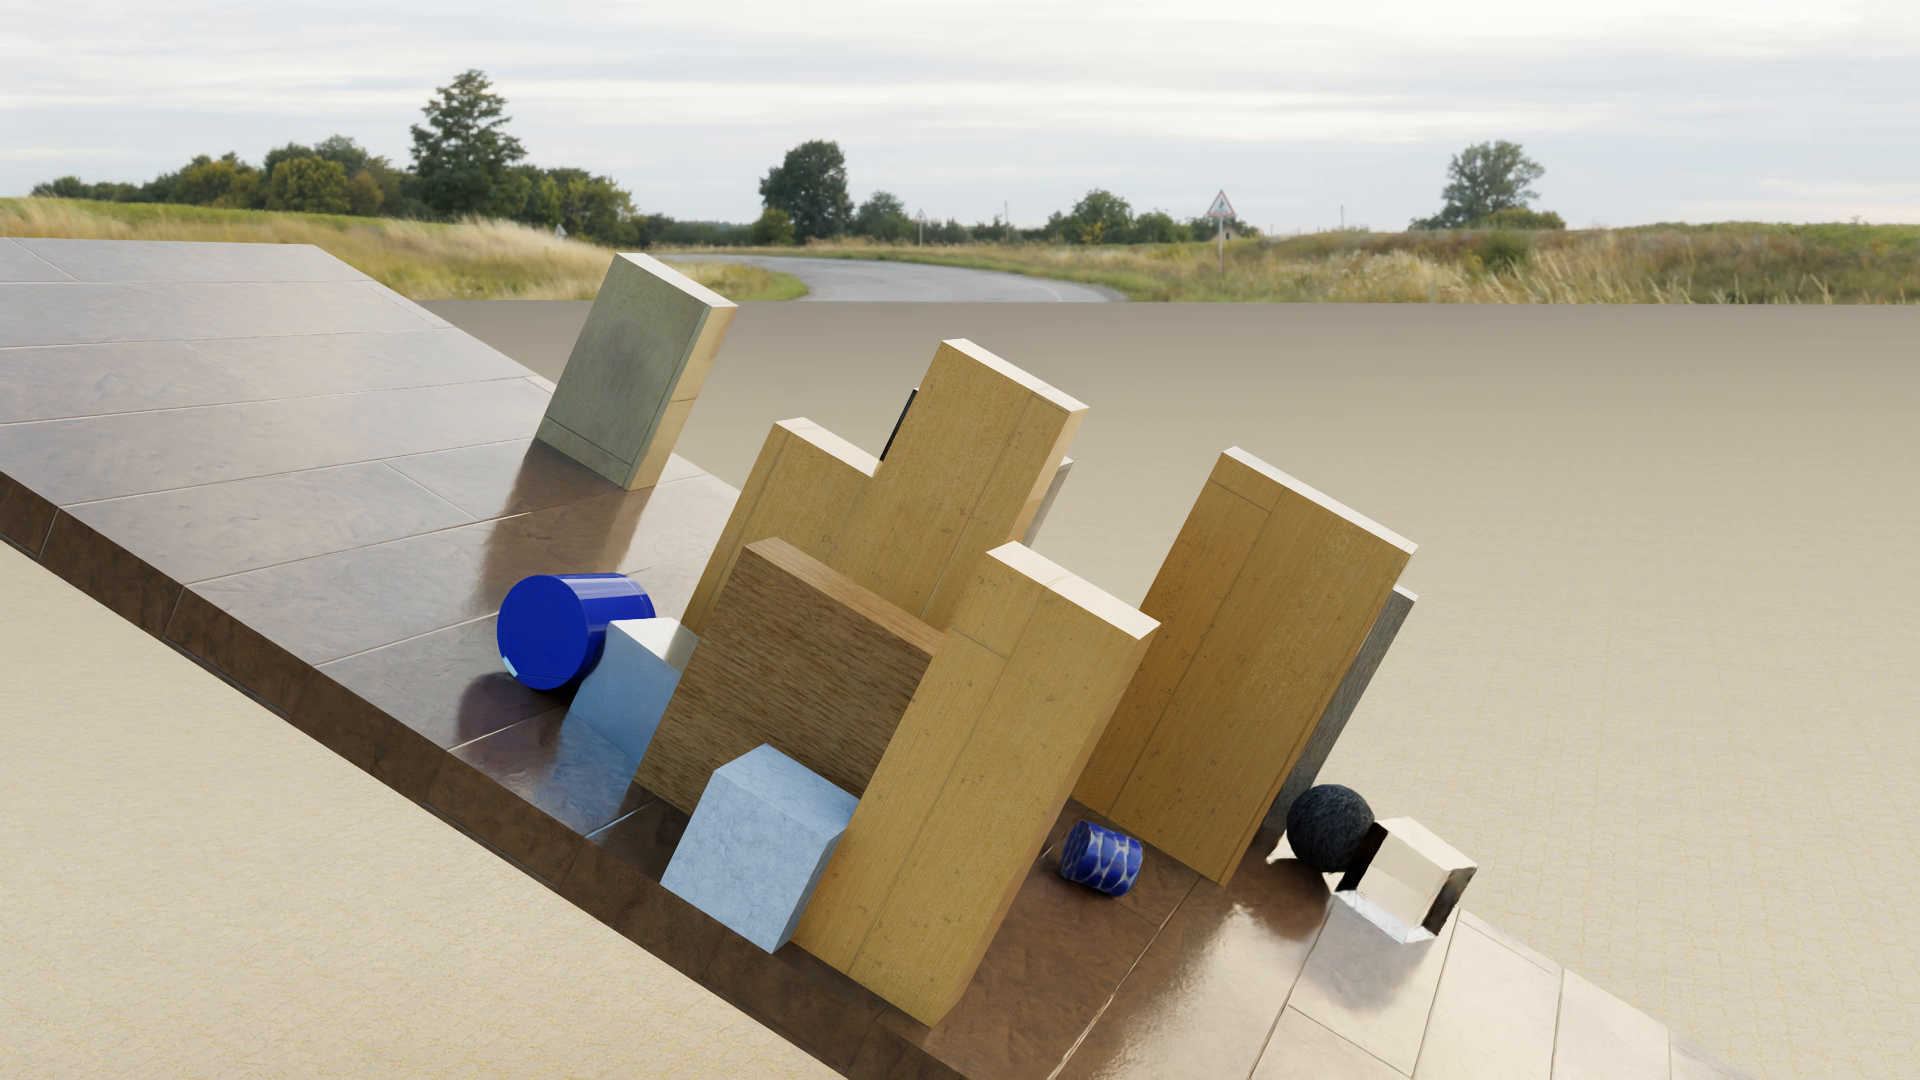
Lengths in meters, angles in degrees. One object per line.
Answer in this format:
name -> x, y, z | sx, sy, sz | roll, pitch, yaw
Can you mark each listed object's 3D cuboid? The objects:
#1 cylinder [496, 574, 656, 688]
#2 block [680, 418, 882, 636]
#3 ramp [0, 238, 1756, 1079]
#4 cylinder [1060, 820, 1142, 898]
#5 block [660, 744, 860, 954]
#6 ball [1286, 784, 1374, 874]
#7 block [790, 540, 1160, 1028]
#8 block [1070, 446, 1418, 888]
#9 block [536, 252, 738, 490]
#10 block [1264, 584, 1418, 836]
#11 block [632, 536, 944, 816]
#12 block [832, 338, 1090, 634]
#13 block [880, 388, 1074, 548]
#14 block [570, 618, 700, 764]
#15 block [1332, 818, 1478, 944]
cylinder -> -0.638, 0.150, 3.670 | 0.188, 0.188, 0.188 | 4, 1, 29
block -> -0.261, 0.091, 3.914 | 0.354, 0.503, 0.141 | 30, 14, 12
ramp -> -0.232, 0.387, 4.153 | 4.000, 0.100, 2.000 | 30, 14, 12
cylinder -> 0.253, 0.571, 3.936 | 0.107, 0.107, 0.107 | 22, 0, -17
block -> -0.281, 0.448, 3.226 | 0.194, 0.194, 0.194 | 30, 14, 12
ball -> 0.776, 0.604, 4.605 | 0.187, 0.187, 0.187 | 0, 7, 0
block -> 0.019, 0.351, 3.170 | 0.245, 0.652, 0.145 | 30, 14, 12
block -> 0.526, 0.245, 4.282 | 0.402, 0.746, 0.141 | 30, 14, 12
block -> -0.717, -0.374, 4.873 | 0.254, 0.453, 0.144 | 30, 14, 12
block -> 0.662, 0.279, 4.742 | 0.405, 0.585, 0.081 | 30, 14, 12
block -> -0.236, 0.282, 3.431 | 0.396, 0.425, 0.131 | 30, 14, 12
block -> -0.074, 0.057, 3.806 | 0.251, 0.777, 0.127 | 30, 14, 12
block -> -0.068, 0.049, 4.194 | 0.307, 0.609, 0.138 | 30, 14, 12
block -> -0.497, 0.246, 3.614 | 0.170, 0.170, 0.170 | 33, 15, 24
block -> 0.920, 0.700, 4.537 | 0.179, 0.179, 0.179 | 35, 16, 32
